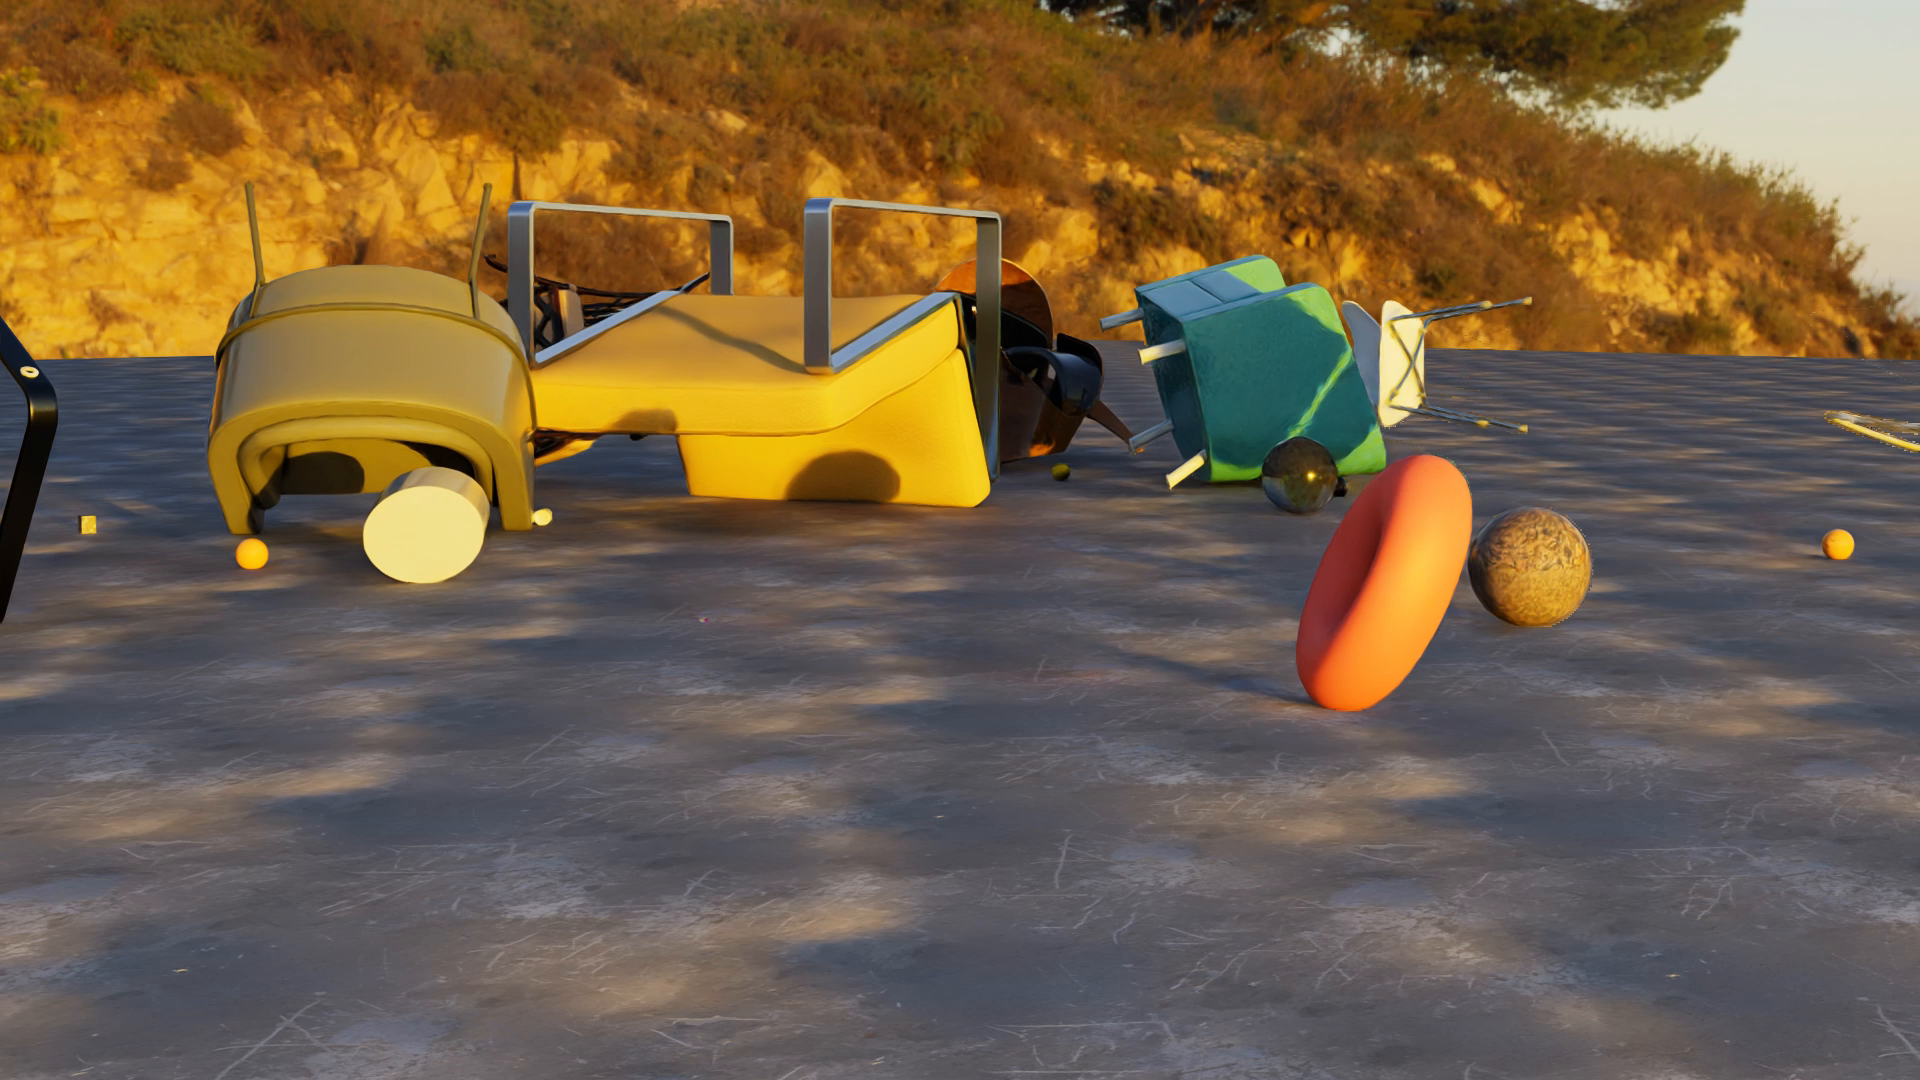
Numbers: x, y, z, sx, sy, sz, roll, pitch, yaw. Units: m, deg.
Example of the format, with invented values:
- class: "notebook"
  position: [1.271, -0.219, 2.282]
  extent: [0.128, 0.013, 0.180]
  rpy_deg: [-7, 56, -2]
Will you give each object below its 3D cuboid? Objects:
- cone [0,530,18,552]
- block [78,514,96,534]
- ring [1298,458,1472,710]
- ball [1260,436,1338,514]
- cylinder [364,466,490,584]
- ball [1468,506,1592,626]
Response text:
- class: "cone"
  position: [-2.329, -0.017, 6.076]
  extent: [0.172, 0.242, 0.223]
  rpy_deg: [-21, -38, 36]
- class: "block"
  position: [-2.243, -0.041, 6.591]
  extent: [0.035, 0.044, 0.037]
  rpy_deg: [-4, 7, -32]
- class: "ring"
  position: [0.643, 0.066, 3.898]
  extent: [0.136, 0.421, 0.250]
  rpy_deg: [21, 10, -17]
- class: "ball"
  position: [0.942, -0.180, 7.119]
  extent: [0.213, 0.213, 0.213]
  rpy_deg: [0, 6, 0]
- class: "cylinder"
  position: [-1.164, -0.035, 5.613]
  extent: [0.255, 0.211, 0.253]
  rpy_deg: [-9, 12, -6]
- class: "ball"
  position: [1.070, 0.050, 4.821]
  extent: [0.227, 0.227, 0.227]
  rpy_deg: [0, 6, 0]
